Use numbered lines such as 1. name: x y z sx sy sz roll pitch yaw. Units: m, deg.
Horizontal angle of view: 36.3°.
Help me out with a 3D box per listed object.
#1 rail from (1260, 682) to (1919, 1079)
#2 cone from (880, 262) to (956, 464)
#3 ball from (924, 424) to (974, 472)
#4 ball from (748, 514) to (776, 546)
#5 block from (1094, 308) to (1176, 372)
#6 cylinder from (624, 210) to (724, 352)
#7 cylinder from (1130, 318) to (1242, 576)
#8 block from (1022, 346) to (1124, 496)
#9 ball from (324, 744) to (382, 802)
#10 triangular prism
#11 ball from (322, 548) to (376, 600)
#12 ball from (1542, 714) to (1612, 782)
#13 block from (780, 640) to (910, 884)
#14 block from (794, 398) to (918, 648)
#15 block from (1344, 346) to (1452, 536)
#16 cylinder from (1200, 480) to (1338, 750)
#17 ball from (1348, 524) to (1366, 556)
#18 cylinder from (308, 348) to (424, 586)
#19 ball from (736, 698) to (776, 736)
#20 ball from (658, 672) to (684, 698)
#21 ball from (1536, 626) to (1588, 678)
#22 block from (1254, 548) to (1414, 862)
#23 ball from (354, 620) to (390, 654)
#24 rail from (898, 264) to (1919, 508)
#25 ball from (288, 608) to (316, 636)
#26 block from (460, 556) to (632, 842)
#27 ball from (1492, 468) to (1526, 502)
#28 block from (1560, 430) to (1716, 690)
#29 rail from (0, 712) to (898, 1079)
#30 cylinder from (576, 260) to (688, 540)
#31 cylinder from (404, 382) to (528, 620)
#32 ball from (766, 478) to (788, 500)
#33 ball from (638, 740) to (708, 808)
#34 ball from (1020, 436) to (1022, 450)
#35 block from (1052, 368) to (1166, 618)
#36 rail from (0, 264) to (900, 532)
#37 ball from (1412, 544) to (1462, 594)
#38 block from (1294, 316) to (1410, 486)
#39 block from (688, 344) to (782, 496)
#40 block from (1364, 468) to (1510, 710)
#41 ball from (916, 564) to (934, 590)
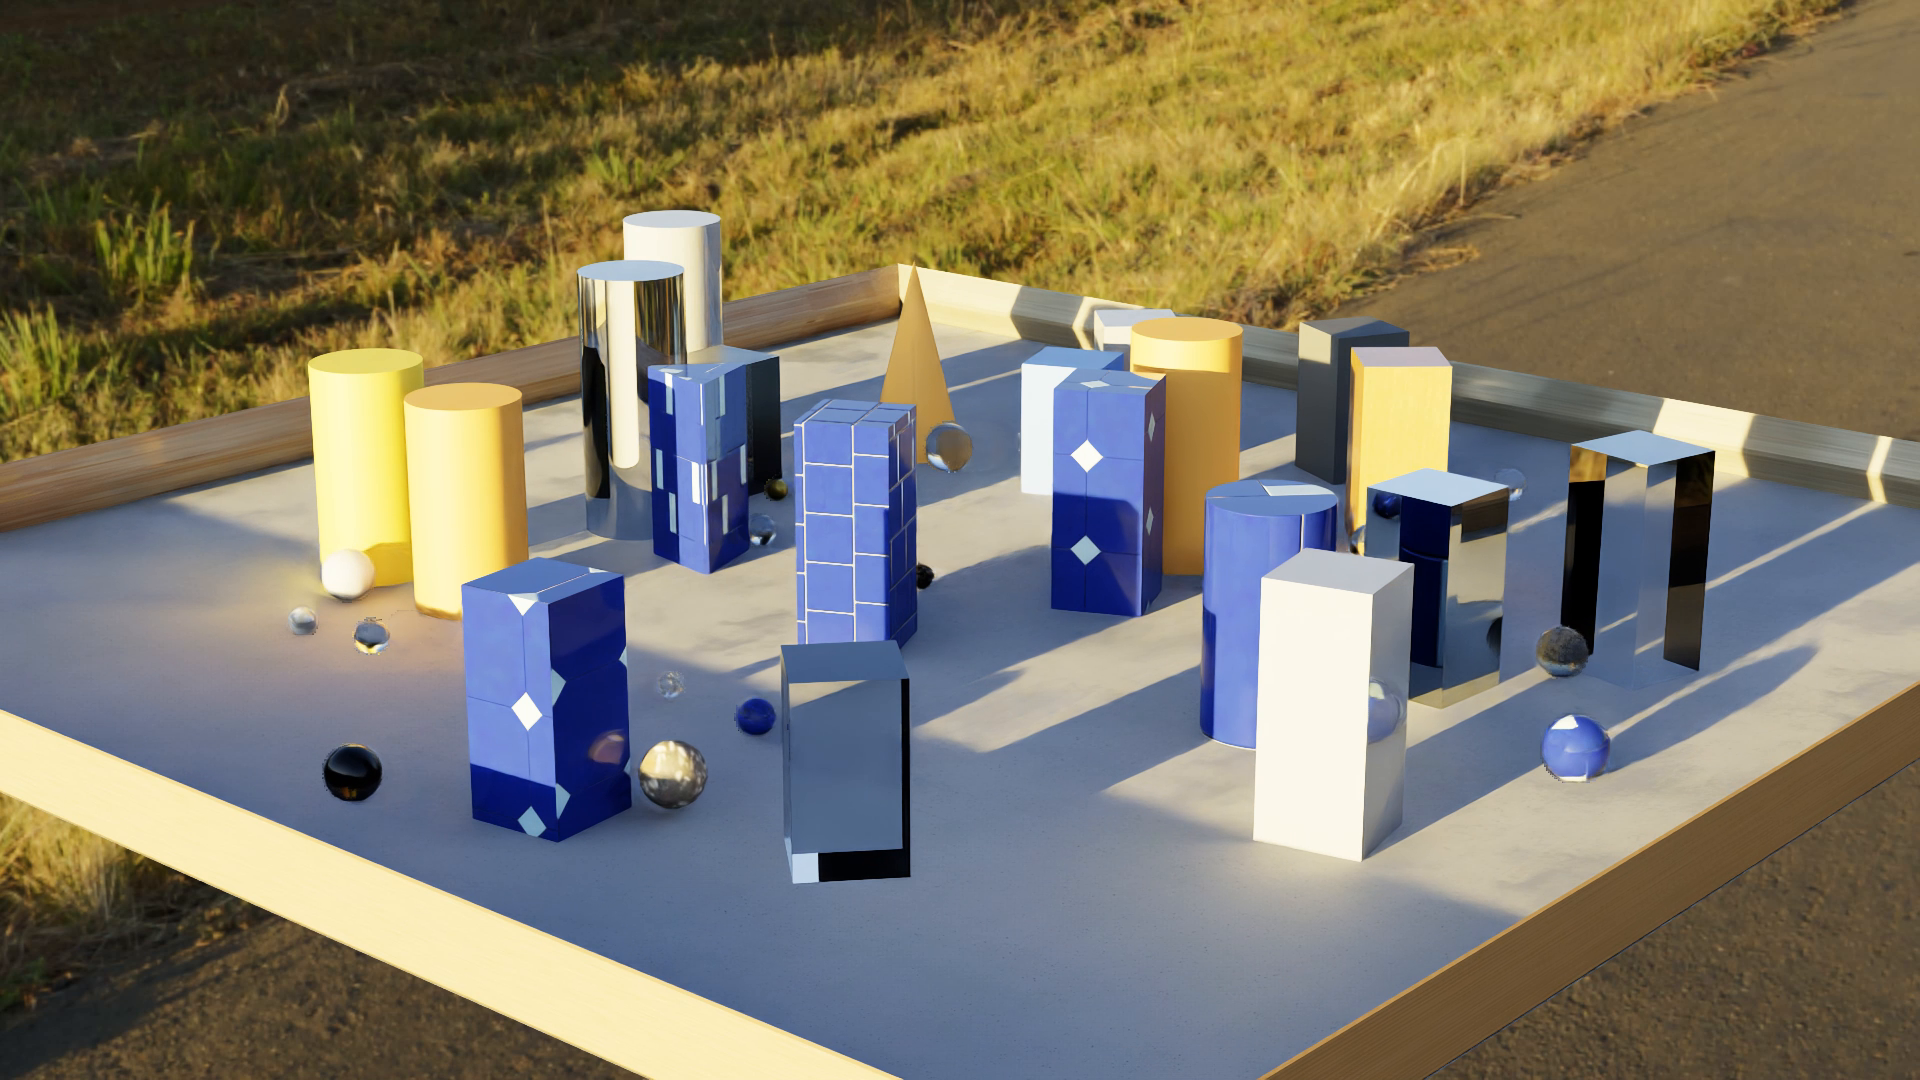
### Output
1. rail: 1.196 0.332 4.126 0.045 0.129 3.235 14 22 39
2. cone: -0.093 -0.377 6.009 0.198 0.402 0.198 0 17 0
3. ball: -0.022 -0.186 5.904 0.097 0.097 0.097 0 17 0
4. ball: -0.367 -0.018 5.415 0.058 0.058 0.058 0 17 0
5. block: 0.365 -0.325 6.059 0.159 0.274 0.159 -1 17 -4
6. cylinder: -0.587 -0.425 6.039 0.198 0.477 0.198 0 17 0
7. cylinder: 0.404 -0.170 5.278 0.198 0.428 0.198 0 17 0
8. block: 0.222 -0.232 5.774 0.159 0.259 0.159 6 18 19
9. ball: -0.870 0.334 4.202 0.082 0.082 0.082 0 17 0
10. triangular prism: -0.448 -0.139 5.307 0.149 0.351 0.172 -13 21 -36
11. ball: -1.064 0.059 5.097 0.092 0.092 0.092 0 17 0
12. ball: 0.899 0.303 4.276 0.099 0.099 0.099 0 17 0
13. block: -0.156 0.299 3.972 0.159 0.284 0.159 -2 17 -7
14. block: -0.170 -0.019 4.837 0.159 0.392 0.159 5 17 15
15. block: 0.806 -0.169 5.412 0.159 0.347 0.159 0 17 -1
16. cylinder: 0.467 0.112 4.445 0.198 0.368 0.198 0 17 0
17. ball: 0.741 0.013 5.258 0.089 0.089 0.089 0 17 0
18. cylinder: -1.047 -0.131 5.221 0.198 0.385 0.198 0 17 0
19. ball: -0.310 0.269 4.461 0.059 0.059 0.059 0 17 0
20. ball: -0.456 0.229 4.623 0.041 0.041 0.041 0 17 0
21. ball: 0.967 0.180 4.714 0.082 0.082 0.082 0 17 0
22. block: 0.515 0.225 4.044 0.159 0.383 0.159 9 19 27
23. ball: -0.968 0.159 4.827 0.057 0.057 0.057 0 17 0
24. rail: 1.045 -0.315 6.272 3.214 0.129 0.045 14 22 39
25. ball: -1.103 0.136 4.921 0.047 0.047 0.047 0 17 0
26. block: -0.579 0.221 4.117 0.159 0.347 0.159 11 20 32
27. ball: 1.068 -0.107 5.697 0.065 0.065 0.065 0 17 0
28. block: 1.086 0.030 4.712 0.159 0.370 0.159 -12 20 -34
29. rail: -1.045 0.379 3.968 3.214 0.129 0.045 14 22 39
30. cylinder: -0.606 -0.262 5.475 0.198 0.490 0.198 0 17 0
31. cylinder: -0.845 -0.068 5.041 0.198 0.368 0.198 0 17 0
32. ball: -0.355 -0.098 5.707 0.042 0.042 0.042 0 17 0
33. ball: -0.409 0.334 4.176 0.098 0.098 0.098 0 17 0
34. ball: 0.169 -0.198 5.948 0.094 0.094 0.094 0 17 0
35. block: 0.256 -0.083 5.054 0.159 0.391 0.159 5 17 16
36. rail: -1.196 -0.267 6.114 0.045 0.129 3.235 14 22 39
37. ball: 0.836 0.050 5.138 0.087 0.087 0.087 0 17 0
38. block: 0.784 -0.281 5.871 0.159 0.298 0.159 -7 18 -21
39. block: -0.464 -0.230 5.759 0.159 0.264 0.159 13 21 37
40. block: 0.748 0.074 4.635 0.159 0.330 0.159 15 23 41
41. ball: -0.069 0.064 5.163 0.045 0.045 0.045 0 17 0
